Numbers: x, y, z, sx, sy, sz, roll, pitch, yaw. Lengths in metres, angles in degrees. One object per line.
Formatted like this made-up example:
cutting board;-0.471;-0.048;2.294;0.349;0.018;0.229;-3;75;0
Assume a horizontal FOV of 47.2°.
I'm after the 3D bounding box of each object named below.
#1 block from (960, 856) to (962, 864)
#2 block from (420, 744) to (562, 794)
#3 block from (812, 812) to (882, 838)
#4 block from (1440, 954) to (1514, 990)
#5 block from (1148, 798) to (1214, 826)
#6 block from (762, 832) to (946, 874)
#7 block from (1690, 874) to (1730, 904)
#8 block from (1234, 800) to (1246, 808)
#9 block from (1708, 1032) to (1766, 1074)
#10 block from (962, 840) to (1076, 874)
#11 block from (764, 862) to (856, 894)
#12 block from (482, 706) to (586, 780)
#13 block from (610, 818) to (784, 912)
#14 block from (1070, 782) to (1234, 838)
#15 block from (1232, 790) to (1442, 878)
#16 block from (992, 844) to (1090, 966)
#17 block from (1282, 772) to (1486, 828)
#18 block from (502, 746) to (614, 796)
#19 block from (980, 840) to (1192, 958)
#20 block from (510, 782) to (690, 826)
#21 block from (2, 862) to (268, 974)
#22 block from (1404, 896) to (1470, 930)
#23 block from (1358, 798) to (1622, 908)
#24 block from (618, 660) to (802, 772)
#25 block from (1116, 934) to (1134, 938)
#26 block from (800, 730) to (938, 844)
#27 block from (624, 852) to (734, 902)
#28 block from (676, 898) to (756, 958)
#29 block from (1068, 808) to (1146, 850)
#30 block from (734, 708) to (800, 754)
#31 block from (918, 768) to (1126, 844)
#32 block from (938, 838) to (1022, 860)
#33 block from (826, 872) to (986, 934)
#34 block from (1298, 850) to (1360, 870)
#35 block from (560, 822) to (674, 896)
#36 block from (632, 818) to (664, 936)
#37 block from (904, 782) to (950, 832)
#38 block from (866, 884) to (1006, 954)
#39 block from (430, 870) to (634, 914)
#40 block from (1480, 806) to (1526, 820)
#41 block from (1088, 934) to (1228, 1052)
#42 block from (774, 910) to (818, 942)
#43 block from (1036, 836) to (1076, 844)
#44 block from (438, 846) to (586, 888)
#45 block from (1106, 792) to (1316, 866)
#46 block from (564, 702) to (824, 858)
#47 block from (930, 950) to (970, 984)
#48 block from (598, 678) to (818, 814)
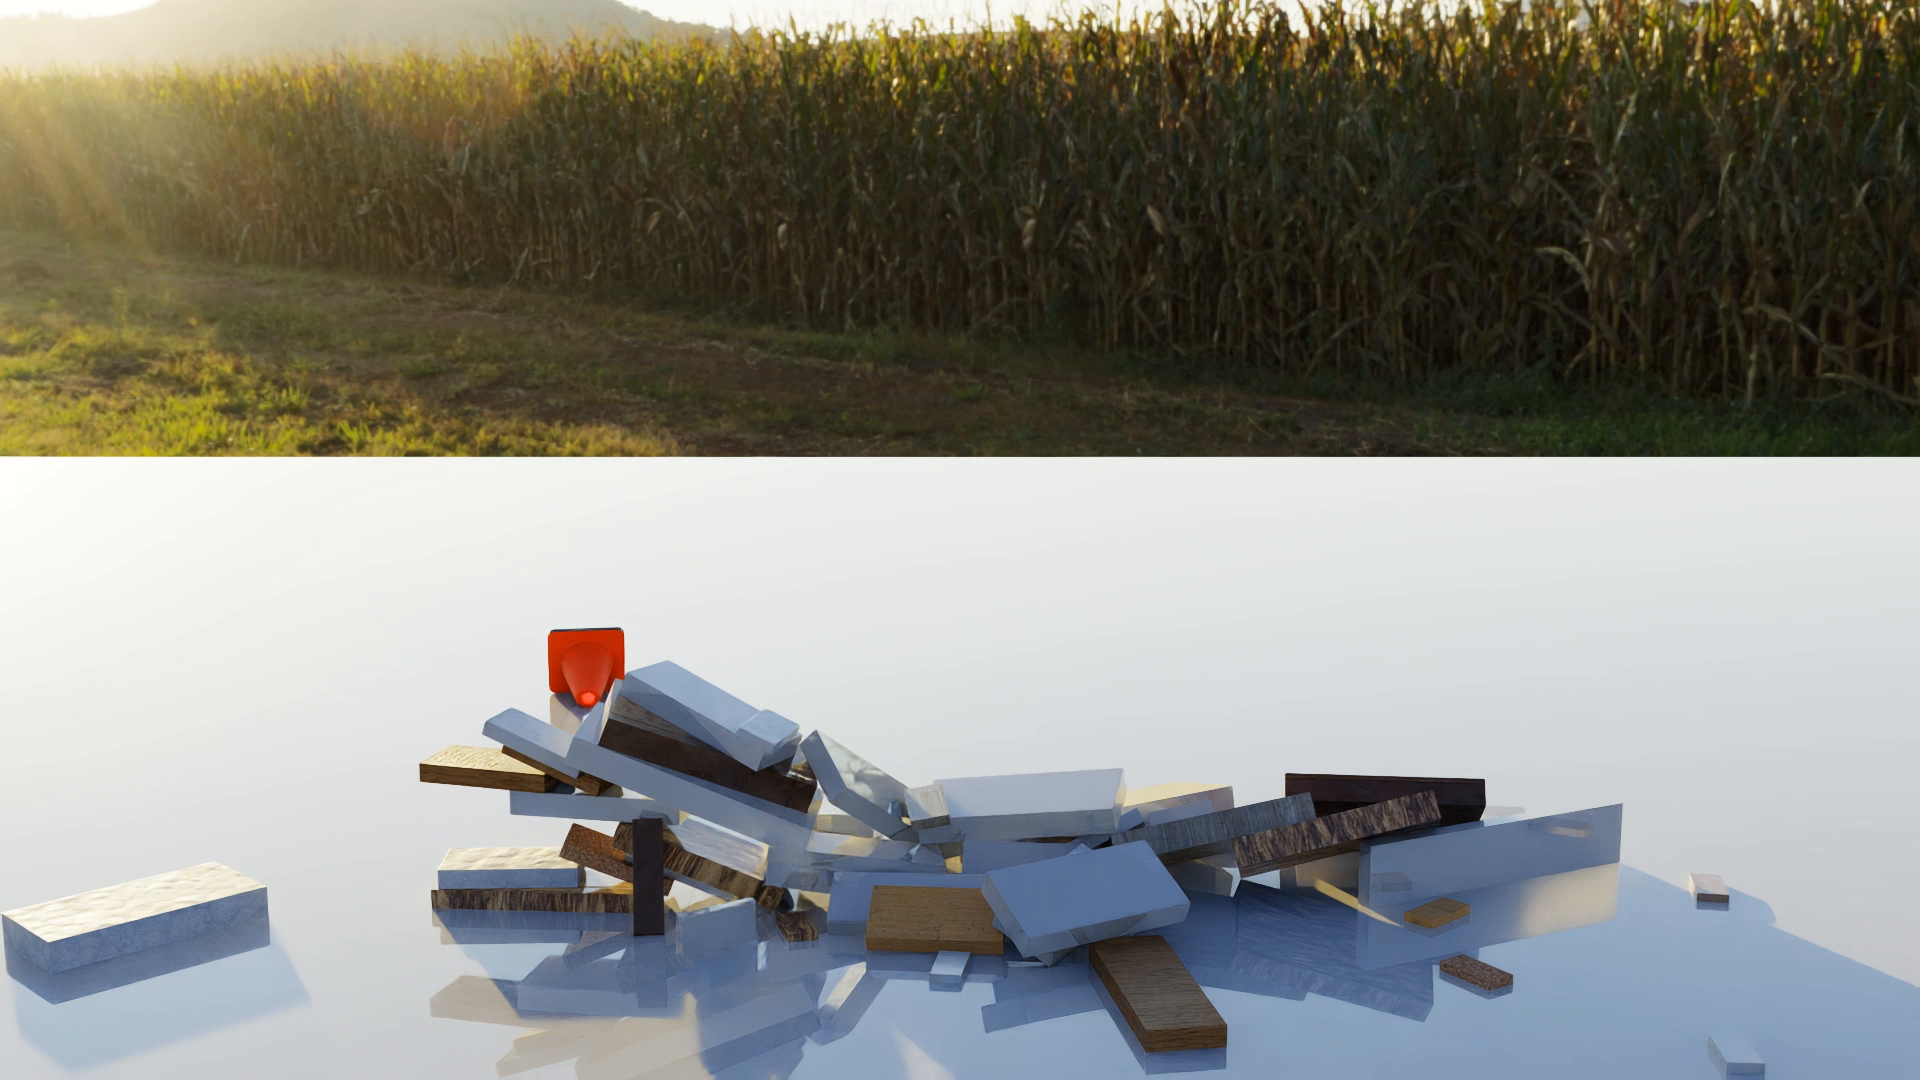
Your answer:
block;0.059;0.553;3.827;0.105;0.015;0.053;-6;12;-29
block;-0.771;0.381;3.666;0.227;0.032;0.113;3;12;15
block;-0.211;0.498;3.843;0.138;0.039;0.275;0;-6;1
block;0.776;0.650;3.307;0.050;0.014;0.101;-7;13;-33
block;0.384;0.492;3.786;0.107;0.030;0.213;-14;-19;3
block;-0.175;0.516;3.620;0.296;0.025;0.090;8;13;-12
block;1.252;0.582;3.675;0.050;0.014;0.101;2;11;11
block;0.458;0.515;3.992;0.107;0.030;0.213;2;11;11
block;1.064;0.704;3.018;0.050;0.014;0.101;1;11;4
block;0.098;0.549;3.637;0.187;0.094;0.027;1;-24;6
block;-0.175;0.545;3.642;0.290;0.041;0.145;9;13;-6
block;-0.682;0.332;3.601;0.179;0.025;0.090;23;16;11
block;-0.425;0.519;3.646;0.290;0.041;0.145;22;11;-2
block;0.313;0.478;3.902;0.314;0.044;0.157;-6;1;-31
block;0.623;0.491;3.655;0.337;0.048;0.168;-15;-16;5
block;0.167;0.569;3.442;0.115;0.033;0.230;33;38;25
block;0.731;0.459;3.821;0.337;0.048;0.168;1;-25;6
block;-0.655;0.363;3.624;0.179;0.025;0.090;23;16;10
block;0.195;0.553;3.407;0.291;0.041;0.145;-7;39;-28
block;-0.582;0.423;3.648;0.290;0.041;0.145;2;11;11
block;-1.309;0.596;3.499;0.355;0.050;0.177;-10;15;-44
block;0.772;0.603;3.557;0.105;0.015;0.053;-10;14;-42
block;0.902;0.527;3.716;0.534;0.107;0.030;-5;12;-26
block;-0.409;0.286;3.618;0.275;0.039;0.138;27;15;17
block;0.200;0.587;3.530;0.187;0.027;0.094;5;32;24
block;-0.151;0.427;3.692;0.275;0.039;0.138;39;14;-47
block;-0.456;0.540;3.660;0.190;0.027;0.095;22;11;-1
block;-0.378;0.603;3.422;0.131;0.065;0.018;-8;13;-36
block;0.222;0.511;3.704;0.187;0.027;0.094;-27;-15;-1
block;-0.311;0.310;3.565;0.065;0.018;0.131;25;15;9
block;0.106;0.448;3.707;0.332;0.044;0.157;-5;18;13
block;0.041;0.487;3.830;0.291;0.041;0.145;-16;17;8
block;-0.015;0.581;3.502;0.384;0.030;0.107;0;37;5
block;0.704;0.542;3.839;0.230;0.033;0.115;1;11;6
block;-0.563;0.529;3.644;0.190;0.027;0.095;21;11;-6
block;-0.497;0.537;3.511;0.048;0.189;0.014;-1;-25;-7
block;-0.055;0.447;3.684;0.065;0.018;0.130;-10;18;-3
block;-0.035;0.593;3.437;0.213;0.030;0.107;1;40;6
block;-0.691;0.579;3.640;0.341;0.032;0.113;1;11;4
block;0.822;0.515;3.959;0.394;0.041;0.145;1;11;7
block;0.284;0.658;3.213;0.115;0.033;0.354;-2;11;-10
block;-0.261;0.615;3.497;0.048;0.014;0.096;-3;11;-17
block;0.192;0.528;3.922;0.107;0.030;0.213;-1;11;-5
block;-0.743;0.544;3.654;0.227;0.032;0.113;0;11;-2
block;0.417;0.495;3.683;0.337;0.048;0.168;-12;-16;-3
block;-0.429;0.389;3.599;0.409;0.050;0.177;22;14;-2
block;-0.015;0.646;3.329;0.048;0.014;0.096;2;11;9
block;-0.411;0.336;3.614;0.355;0.050;0.177;20;15;-11
